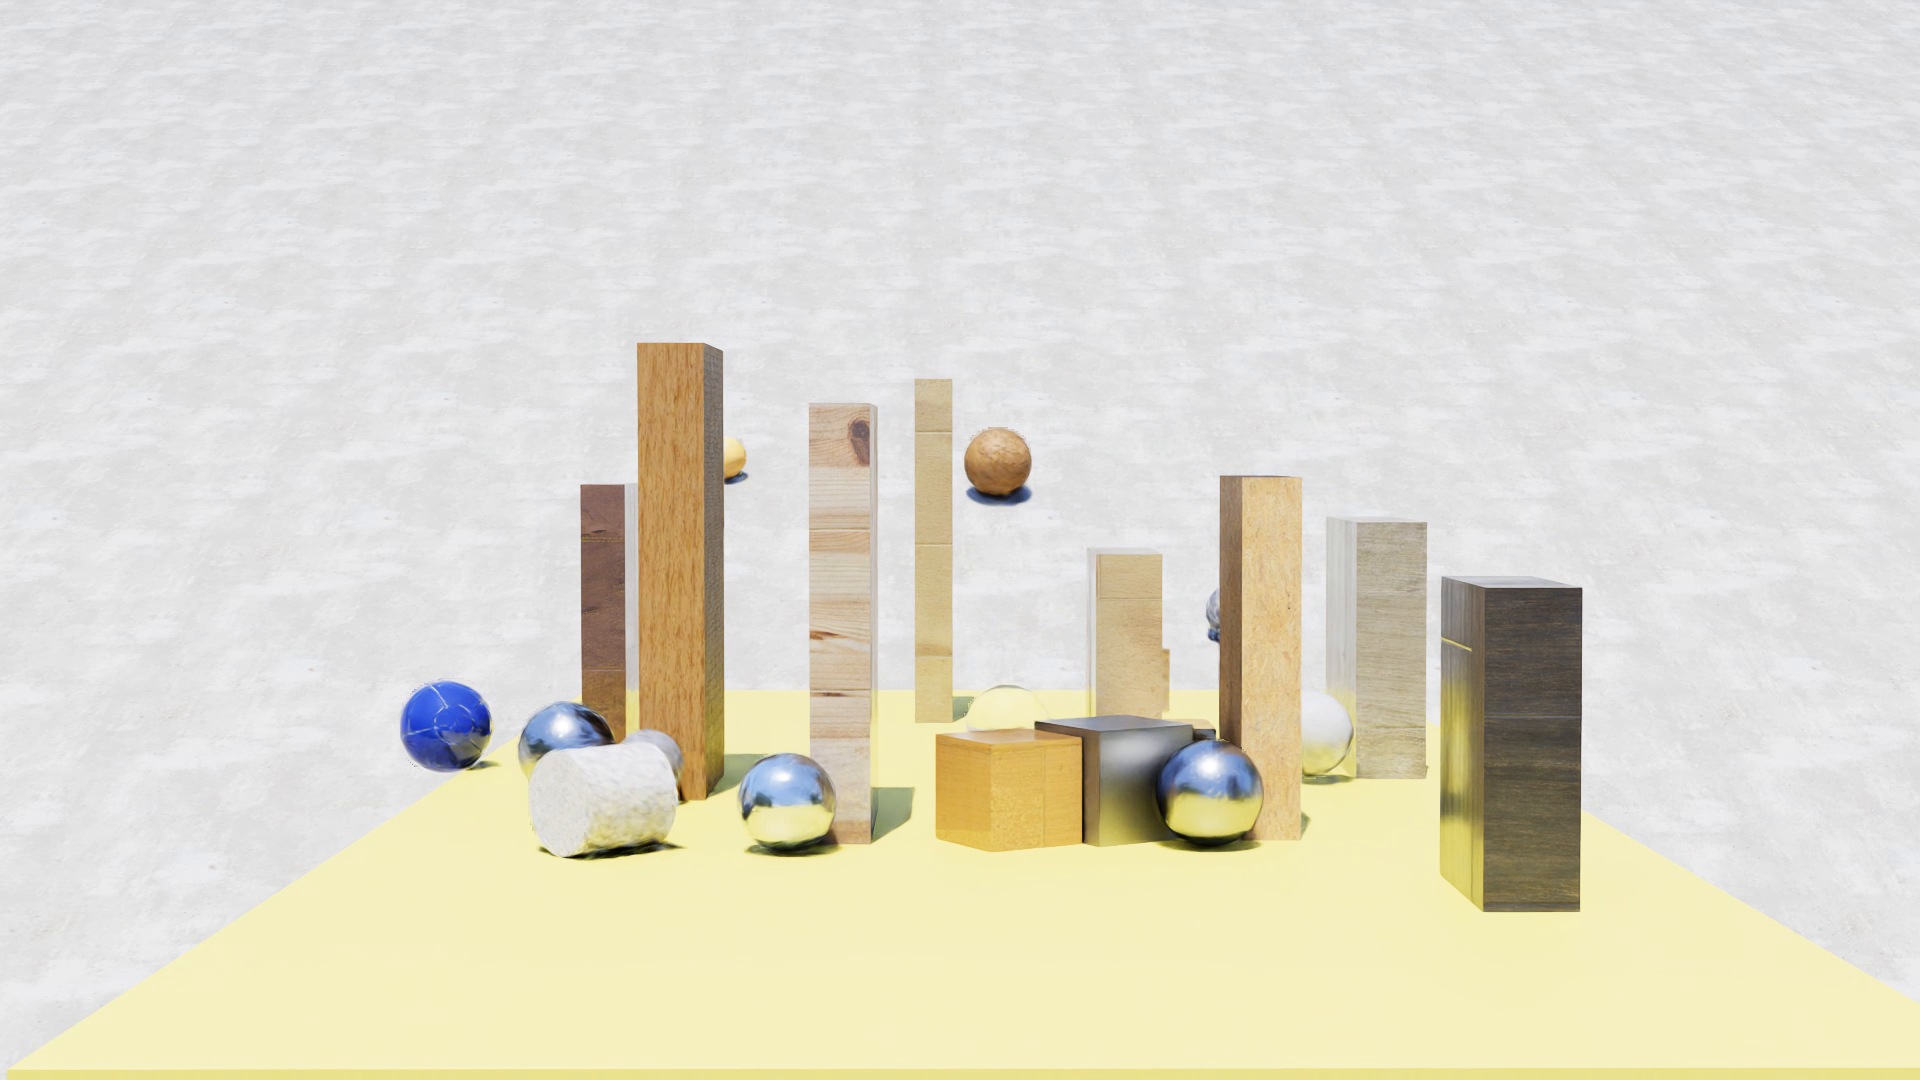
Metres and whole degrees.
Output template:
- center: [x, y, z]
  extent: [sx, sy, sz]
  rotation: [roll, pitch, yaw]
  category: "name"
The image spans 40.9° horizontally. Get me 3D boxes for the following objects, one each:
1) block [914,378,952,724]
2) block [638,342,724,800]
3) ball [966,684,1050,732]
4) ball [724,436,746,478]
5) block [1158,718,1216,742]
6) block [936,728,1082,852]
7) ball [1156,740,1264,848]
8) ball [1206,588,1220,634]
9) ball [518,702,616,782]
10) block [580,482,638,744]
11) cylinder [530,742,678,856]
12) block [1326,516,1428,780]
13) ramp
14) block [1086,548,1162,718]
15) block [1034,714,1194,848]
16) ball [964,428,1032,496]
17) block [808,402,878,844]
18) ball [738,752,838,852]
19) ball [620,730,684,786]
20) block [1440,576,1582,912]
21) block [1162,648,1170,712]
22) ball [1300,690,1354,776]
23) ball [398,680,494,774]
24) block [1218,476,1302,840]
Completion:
- center: [-0.059, 0.019, 5.905]
  extent: [0.084, 0.768, 0.328]
  rotation: [0, 2, 0]
  category: "block"
- center: [-0.502, 0.049, 4.666]
  extent: [0.115, 0.797, 0.378]
  rotation: [0, 2, 0]
  category: "block"
- center: [0.091, 0.357, 4.931]
  extent: [0.162, 0.162, 0.162]
  rotation: [0, 24, 0]
  category: "ball"
- center: [-0.733, -0.258, 8.034]
  extent: [0.131, 0.131, 0.131]
  rotation: [0, 24, 0]
  category: "ball"
- center: [0.340, 0.383, 4.280]
  extent: [0.156, 0.156, 0.156]
  rotation: [0, 2, 0]
  category: "block"
- center: [0.075, 0.388, 4.017]
  extent: [0.165, 0.165, 0.165]
  rotation: [-1, 2, -31]
  category: "block"
- center: [0.384, 0.390, 3.963]
  extent: [0.164, 0.164, 0.164]
  rotation: [0, 24, 0]
  category: "ball"
- center: [0.742, 0.192, 7.013]
  extent: [0.146, 0.146, 0.146]
  rotation: [0, 24, 0]
  category: "ball"
- center: [-0.687, 0.369, 4.504]
  extent: [0.170, 0.170, 0.170]
  rotation: [0, 24, 0]
  category: "ball"
- center: [-0.689, 0.160, 5.113]
  extent: [0.086, 0.544, 0.283]
  rotation: [0, 2, 0]
  category: "block"
- center: [-0.543, 0.394, 3.920]
  extent: [0.160, 0.160, 0.160]
  rotation: [-2, 19, -43]
  category: "cylinder"
- center: [0.797, 0.198, 4.960]
  extent: [0.130, 0.477, 0.395]
  rotation: [0, 2, 0]
  category: "block"
- center: [0.055, 0.502, 4.547]
  extent: [2.000, 0.100, 4.000]
  rotation: [0, 2, 0]
  category: "ramp"
- center: [0.286, 0.235, 4.512]
  extent: [0.112, 0.434, 0.320]
  rotation: [0, 2, 0]
  category: "block"
- center: [0.242, 0.378, 4.078]
  extent: [0.180, 0.180, 0.180]
  rotation: [-1, 2, -32]
  category: "block"
- center: [0.116, -0.238, 7.894]
  extent: [0.209, 0.209, 0.209]
  rotation: [0, 24, 0]
  category: "ball"
- center: [-0.186, 0.123, 4.180]
  extent: [0.094, 0.683, 0.414]
  rotation: [0, 2, 0]
  category: "block"
- center: [-0.263, 0.399, 3.913]
  extent: [0.152, 0.152, 0.152]
  rotation: [0, 24, 0]
  category: "ball"
- center: [-0.536, 0.387, 4.428]
  extent: [0.123, 0.123, 0.123]
  rotation: [0, 24, 0]
  category: "ball"
- center: [0.755, 0.272, 3.547]
  extent: [0.129, 0.430, 0.306]
  rotation: [0, 2, 0]
  category: "block"
- center: [0.393, 0.325, 6.027]
  extent: [0.149, 0.149, 0.149]
  rotation: [-1, 2, -17]
  category: "block"
- center: [0.645, 0.355, 4.745]
  extent: [0.158, 0.158, 0.158]
  rotation: [0, 24, 0]
  category: "ball"
- center: [-0.988, 0.360, 4.954]
  extent: [0.178, 0.178, 0.178]
  rotation: [0, 24, 0]
  category: "ball"
- center: [0.486, 0.180, 4.192]
  extent: [0.093, 0.568, 0.349]
  rotation: [0, 2, 0]
  category: "block"
